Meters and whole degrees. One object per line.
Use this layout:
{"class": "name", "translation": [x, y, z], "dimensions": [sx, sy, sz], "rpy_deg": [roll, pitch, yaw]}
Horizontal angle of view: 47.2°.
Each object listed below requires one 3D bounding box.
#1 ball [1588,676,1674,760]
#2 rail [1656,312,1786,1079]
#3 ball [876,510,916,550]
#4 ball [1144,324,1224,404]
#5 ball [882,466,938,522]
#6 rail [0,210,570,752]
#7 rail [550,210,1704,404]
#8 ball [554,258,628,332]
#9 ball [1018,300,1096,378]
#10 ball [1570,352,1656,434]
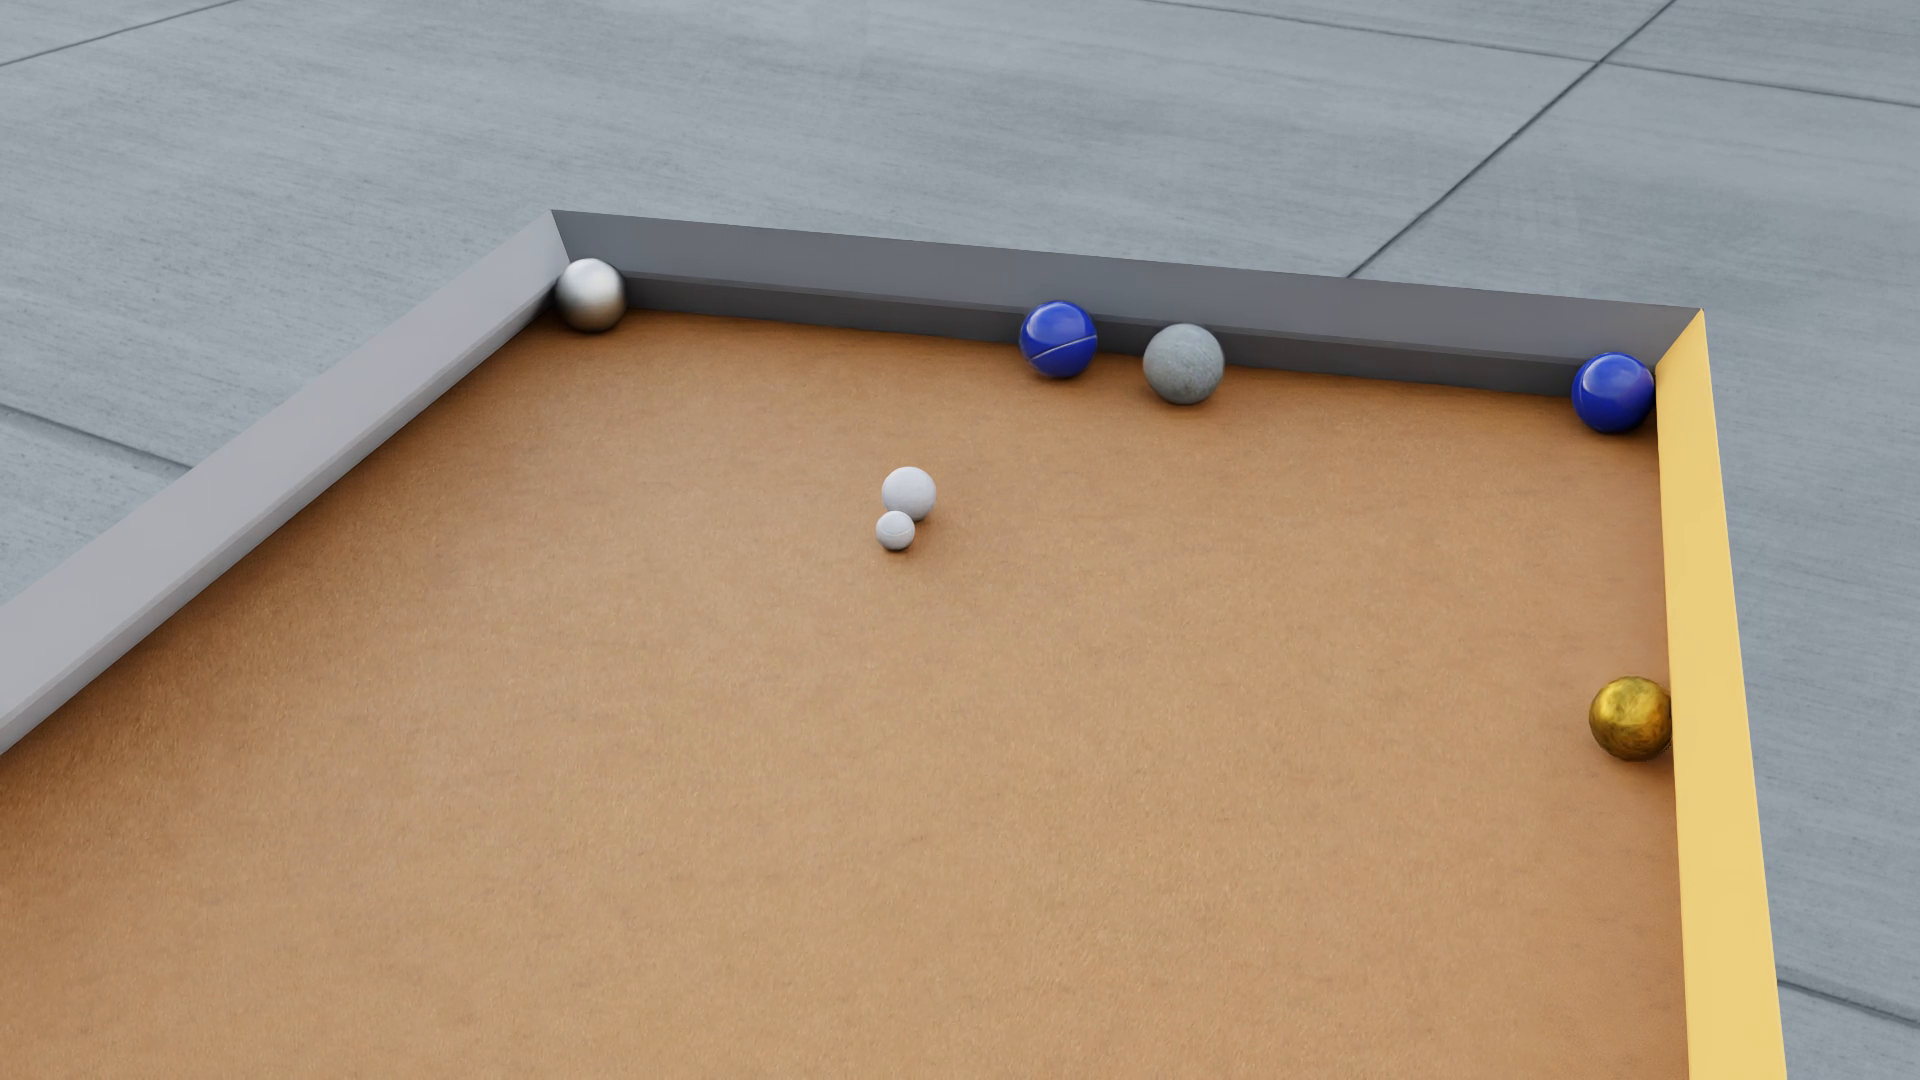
{"class": "ball", "translation": [0.573, 0.152, 1.872], "dimensions": [0.072, 0.072, 0.072], "rpy_deg": [0, 27, 0]}
{"class": "rail", "translation": [0.507, 0.328, 1.460], "dimensions": [0.045, 0.122, 2.503], "rpy_deg": [7, 27, 13]}
{"class": "ball", "translation": [-0.066, -0.009, 2.230], "dimensions": [0.040, 0.040, 0.040], "rpy_deg": [0, 27, 0]}
{"class": "ball", "translation": [0.260, -0.205, 2.562], "dimensions": [0.094, 0.094, 0.094], "rpy_deg": [0, 27, 0]}
{"class": "ball", "translation": [-0.053, -0.047, 2.286], "dimensions": [0.058, 0.058, 0.058], "rpy_deg": [0, 27, 0]}
{"class": "rail", "translation": [-0.826, 0.171, 1.774], "dimensions": [0.045, 0.122, 2.503], "rpy_deg": [7, 27, 13]}
{"class": "rail", "translation": [0.154, -0.281, 2.679], "dimensions": [1.425, 0.122, 0.045], "rpy_deg": [7, 27, 13]}
{"class": "ball", "translation": [-0.465, -0.308, 2.770], "dimensions": [0.093, 0.093, 0.093], "rpy_deg": [0, 27, 0]}
{"class": "ball", "translation": [0.117, -0.240, 2.633], "dimensions": [0.093, 0.093, 0.093], "rpy_deg": [0, 27, 0]}
{"class": "ball", "translation": [0.738, -0.166, 2.487], "dimensions": [0.092, 0.092, 0.092], "rpy_deg": [0, 27, 0]}
